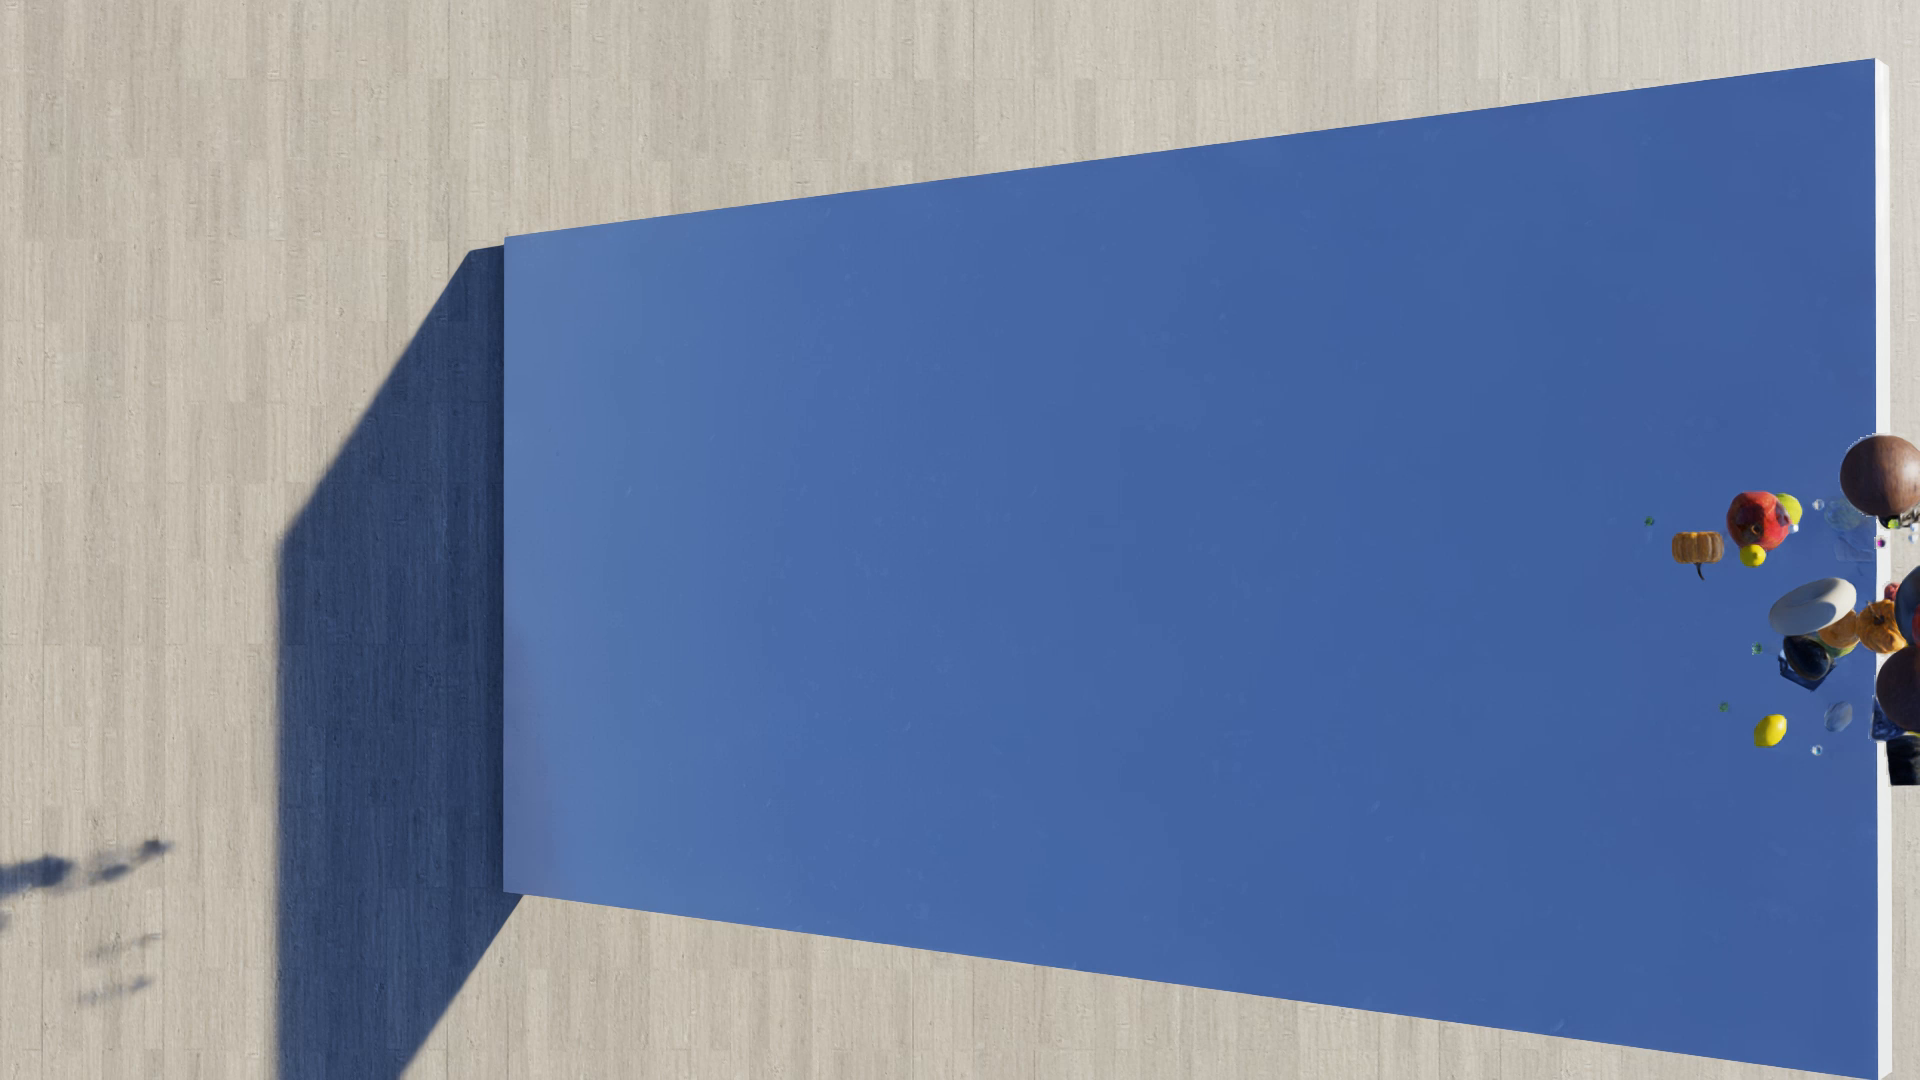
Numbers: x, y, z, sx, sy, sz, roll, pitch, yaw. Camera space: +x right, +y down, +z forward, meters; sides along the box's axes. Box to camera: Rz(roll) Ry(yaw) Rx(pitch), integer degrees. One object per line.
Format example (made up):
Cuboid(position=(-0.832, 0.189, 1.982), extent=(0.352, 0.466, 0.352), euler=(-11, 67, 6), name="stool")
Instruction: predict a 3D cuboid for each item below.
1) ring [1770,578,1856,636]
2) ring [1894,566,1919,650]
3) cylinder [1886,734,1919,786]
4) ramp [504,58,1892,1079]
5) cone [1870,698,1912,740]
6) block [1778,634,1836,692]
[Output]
Cuboid(position=(1.328, 0.104, 3.426), extent=(0.136, 0.136, 0.045), euler=(-29, 97, 0), name="ring")
Cuboid(position=(1.445, 0.101, 3.238), extent=(0.049, 0.146, 0.146), euler=(2, 90, -32), name="ring")
Cuboid(position=(1.624, 0.375, 3.746), extent=(0.080, 0.080, 0.080), euler=(-5, 88, 0), name="cylinder")
Cuboid(position=(0.230, 0.065, 5.548), extent=(4.000, 0.100, 2.000), euler=(0, 89, 37), name="ramp")
Cuboid(position=(1.409, 0.264, 3.356), extent=(0.061, 0.061, 0.061), euler=(-30, 103, 0), name="cone")
Cuboid(position=(1.470, 0.210, 3.818), extent=(0.063, 0.063, 0.063), euler=(27, 124, -2), name="block")
